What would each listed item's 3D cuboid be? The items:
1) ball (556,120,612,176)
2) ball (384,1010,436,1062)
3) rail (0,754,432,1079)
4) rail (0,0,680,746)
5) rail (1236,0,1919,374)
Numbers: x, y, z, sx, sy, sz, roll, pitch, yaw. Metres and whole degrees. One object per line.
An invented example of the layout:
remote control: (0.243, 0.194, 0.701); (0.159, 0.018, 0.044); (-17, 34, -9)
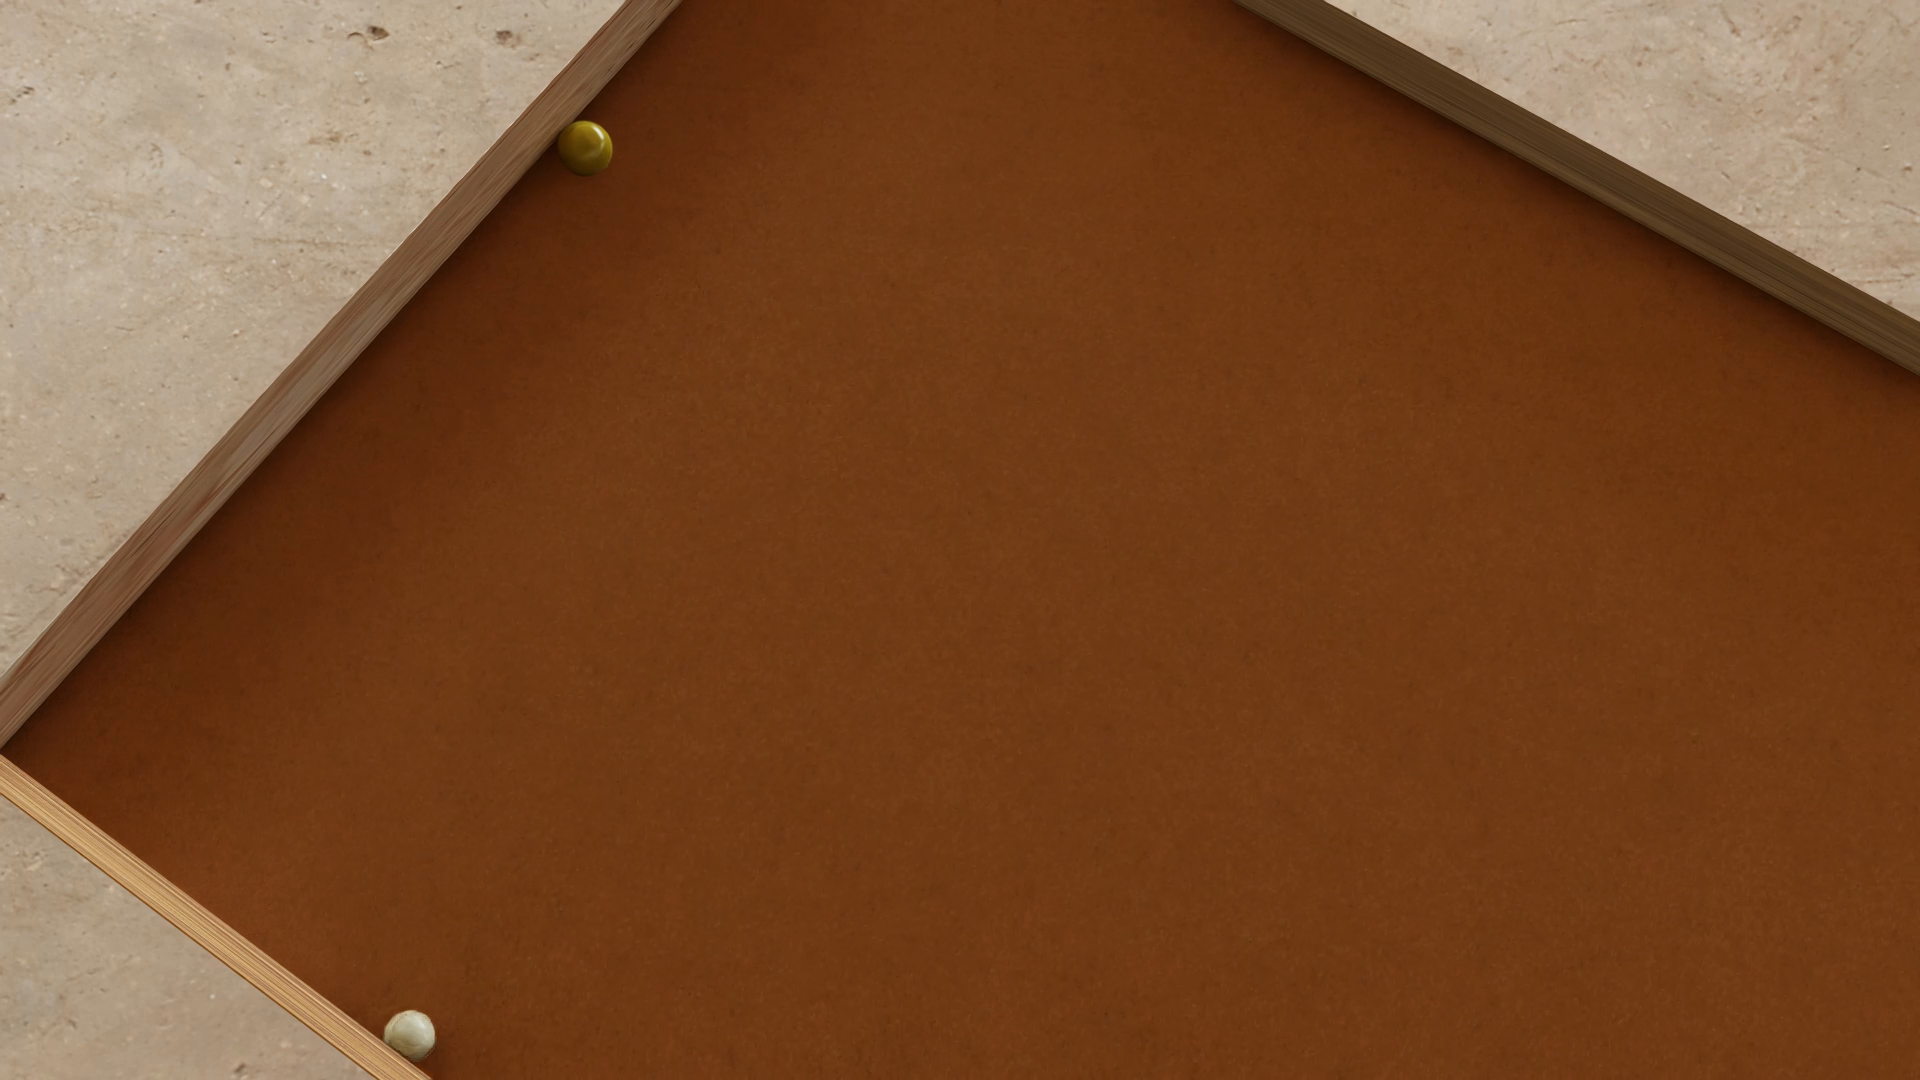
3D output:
ball: (-0.652, -0.680, 3.822); (0.096, 0.096, 0.096); (0, 66, 0)
ball: (-0.804, 0.725, 3.213); (0.073, 0.073, 0.073); (0, 66, 0)
rail: (0.203, 1.409, 2.882); (4.199, 0.125, 0.045); (32, 70, 13)
rail: (-0.844, -0.544, 3.745); (0.045, 0.125, 2.367); (32, 70, 13)
rail: (1.523, -0.335, 3.652); (4.199, 0.125, 0.045); (32, 70, 13)
